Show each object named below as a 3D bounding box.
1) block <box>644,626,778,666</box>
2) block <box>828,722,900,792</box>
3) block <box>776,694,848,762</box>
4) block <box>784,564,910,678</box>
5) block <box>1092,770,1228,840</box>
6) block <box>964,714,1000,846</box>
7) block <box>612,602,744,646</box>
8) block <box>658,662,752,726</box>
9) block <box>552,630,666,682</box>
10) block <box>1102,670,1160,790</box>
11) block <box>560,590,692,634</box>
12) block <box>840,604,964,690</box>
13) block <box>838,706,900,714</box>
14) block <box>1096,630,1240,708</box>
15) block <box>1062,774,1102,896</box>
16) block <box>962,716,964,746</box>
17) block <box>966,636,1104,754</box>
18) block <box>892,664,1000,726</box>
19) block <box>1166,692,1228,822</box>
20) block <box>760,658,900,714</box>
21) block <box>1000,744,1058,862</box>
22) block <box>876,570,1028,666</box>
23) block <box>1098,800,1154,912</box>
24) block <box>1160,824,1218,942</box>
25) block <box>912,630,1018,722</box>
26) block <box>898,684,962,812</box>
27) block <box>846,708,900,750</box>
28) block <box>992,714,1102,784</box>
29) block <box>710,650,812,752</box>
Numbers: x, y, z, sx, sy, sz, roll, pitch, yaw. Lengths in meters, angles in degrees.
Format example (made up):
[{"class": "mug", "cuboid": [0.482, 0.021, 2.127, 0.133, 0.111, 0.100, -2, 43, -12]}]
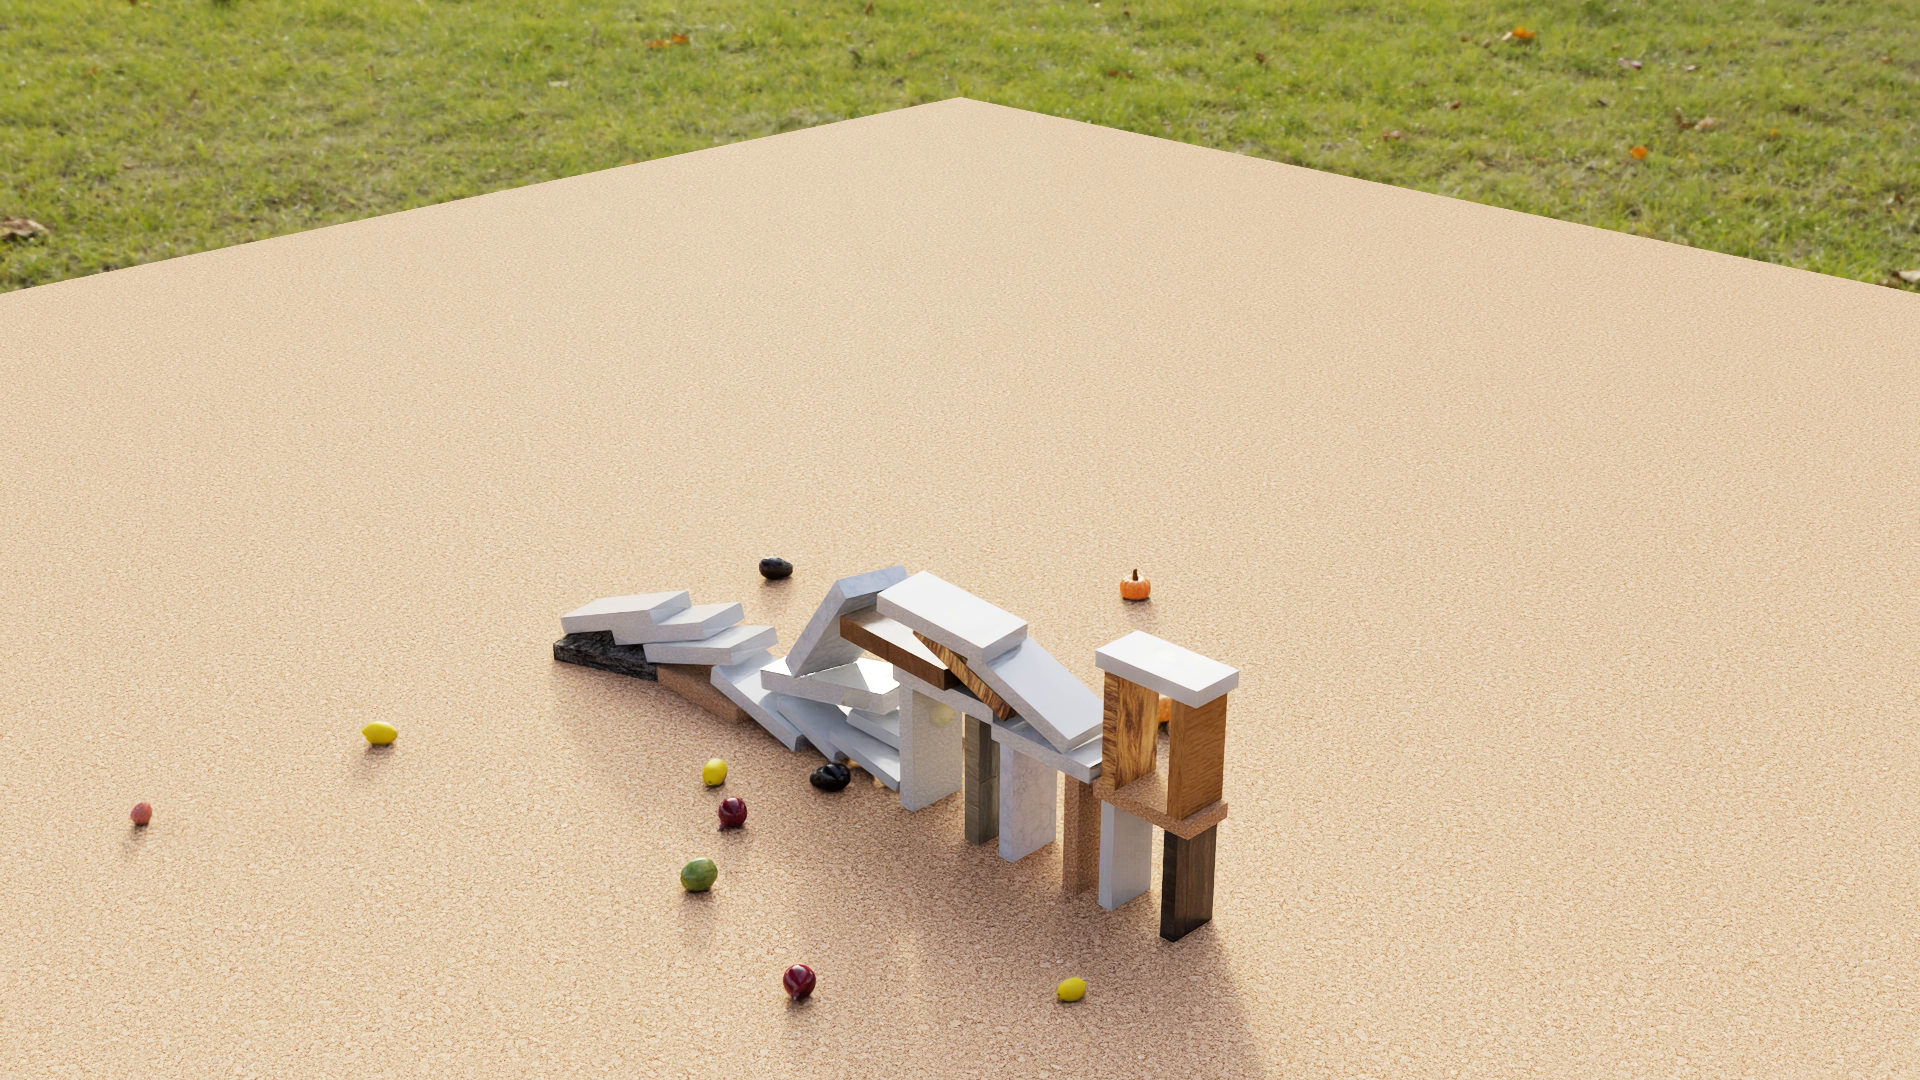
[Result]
[{"class": "block", "cuboid": [-0.562, 0.235, 4.954, 0.289, 0.041, 0.144, -1, 17, 42]}, {"class": "block", "cuboid": [-0.170, 0.445, 4.611, 0.201, 0.028, 0.100, 34, 38, 30]}, {"class": "block", "cuboid": [-0.291, 0.392, 4.704, 0.100, 0.028, 0.201, -18, 45, -38]}, {"class": "block", "cuboid": [-0.238, 0.173, 4.622, 0.163, 0.326, 0.046, -13, 64, -34]}, {"class": "block", "cuboid": [0.366, 0.474, 4.025, 0.226, 0.032, 0.113, 21, 31, 41]}, {"class": "block", "cuboid": [0.073, 0.451, 4.342, 0.139, 0.278, 0.039, -21, 31, -40]}, {"class": "block", "cuboid": [-0.646, 0.191, 5.033, 0.283, 0.040, 0.141, -5, 14, 37]}, {"class": "block", "cuboid": [-0.535, 0.326, 4.939, 0.144, 0.041, 0.289, -20, 30, -39]}, {"class": "block", "cuboid": [-0.785, 0.258, 5.103, 0.283, 0.040, 0.141, 10, 25, 23]}, {"class": "block", "cuboid": [0.313, 0.330, 4.022, 0.033, 0.234, 0.117, 21, 31, 41]}, {"class": "block", "cuboid": [-0.776, 0.167, 5.104, 0.283, 0.040, 0.141, -6, 14, 35]}, {"class": "block", "cuboid": [-0.076, 0.203, 4.411, 0.163, 0.046, 0.326, -19, 29, -37]}, {"class": "block", "cuboid": [-0.189, 0.383, 4.832, 0.146, 0.021, 0.073, -4, 23, -10]}, {"class": "block", "cuboid": [0.368, 0.229, 3.920, 0.234, 0.033, 0.117, 21, 31, 40]}, {"class": "block", "cuboid": [0.252, 0.537, 4.174, 0.126, 0.251, 0.036, -21, 31, -41]}, {"class": "block", "cuboid": [-0.021, 0.397, 4.758, 0.146, 0.021, 0.073, 27, 29, 28]}, {"class": "block", "cuboid": [0.154, 0.284, 4.180, 0.135, 0.038, 0.270, -24, 54, -40]}, {"class": "block", "cuboid": [0.013, 0.280, 4.338, 0.278, 0.039, 0.139, 21, 31, 40]}, {"class": "block", "cuboid": [0.423, 0.373, 3.921, 0.033, 0.234, 0.117, 21, 31, 40]}, {"class": "block", "cuboid": [-0.251, 0.302, 4.740, 0.326, 0.046, 0.163, 9, 19, 33]}, {"class": "block", "cuboid": [0.134, 0.491, 4.283, 0.036, 0.251, 0.126, 21, 31, 41]}, {"class": "block", "cuboid": [-0.016, 0.148, 4.252, 0.270, 0.038, 0.135, 26, 36, 33]}, {"class": "block", "cuboid": [0.312, 0.572, 4.124, 0.032, 0.226, 0.113, 21, 31, 41]}, {"class": "block", "cuboid": [0.419, 0.613, 4.026, 0.032, 0.226, 0.113, 21, 31, 41]}, {"class": "block", "cuboid": [0.048, 0.230, 4.265, 0.135, 0.038, 0.270, -23, 54, -40]}, {"class": "block", "cuboid": [-0.059, 0.399, 4.464, 0.139, 0.278, 0.039, -21, 31, -40]}, {"class": "block", "cuboid": [-0.129, 0.400, 4.646, 0.201, 0.028, 0.100, 26, 25, 16]}, {"class": "block", "cuboid": [0.193, 0.382, 4.171, 0.251, 0.036, 0.126, 21, 31, 41]}, {"class": "block", "cuboid": [-0.398, 0.347, 4.810, 0.144, 0.041, 0.289, -21, 44, -40]}]
